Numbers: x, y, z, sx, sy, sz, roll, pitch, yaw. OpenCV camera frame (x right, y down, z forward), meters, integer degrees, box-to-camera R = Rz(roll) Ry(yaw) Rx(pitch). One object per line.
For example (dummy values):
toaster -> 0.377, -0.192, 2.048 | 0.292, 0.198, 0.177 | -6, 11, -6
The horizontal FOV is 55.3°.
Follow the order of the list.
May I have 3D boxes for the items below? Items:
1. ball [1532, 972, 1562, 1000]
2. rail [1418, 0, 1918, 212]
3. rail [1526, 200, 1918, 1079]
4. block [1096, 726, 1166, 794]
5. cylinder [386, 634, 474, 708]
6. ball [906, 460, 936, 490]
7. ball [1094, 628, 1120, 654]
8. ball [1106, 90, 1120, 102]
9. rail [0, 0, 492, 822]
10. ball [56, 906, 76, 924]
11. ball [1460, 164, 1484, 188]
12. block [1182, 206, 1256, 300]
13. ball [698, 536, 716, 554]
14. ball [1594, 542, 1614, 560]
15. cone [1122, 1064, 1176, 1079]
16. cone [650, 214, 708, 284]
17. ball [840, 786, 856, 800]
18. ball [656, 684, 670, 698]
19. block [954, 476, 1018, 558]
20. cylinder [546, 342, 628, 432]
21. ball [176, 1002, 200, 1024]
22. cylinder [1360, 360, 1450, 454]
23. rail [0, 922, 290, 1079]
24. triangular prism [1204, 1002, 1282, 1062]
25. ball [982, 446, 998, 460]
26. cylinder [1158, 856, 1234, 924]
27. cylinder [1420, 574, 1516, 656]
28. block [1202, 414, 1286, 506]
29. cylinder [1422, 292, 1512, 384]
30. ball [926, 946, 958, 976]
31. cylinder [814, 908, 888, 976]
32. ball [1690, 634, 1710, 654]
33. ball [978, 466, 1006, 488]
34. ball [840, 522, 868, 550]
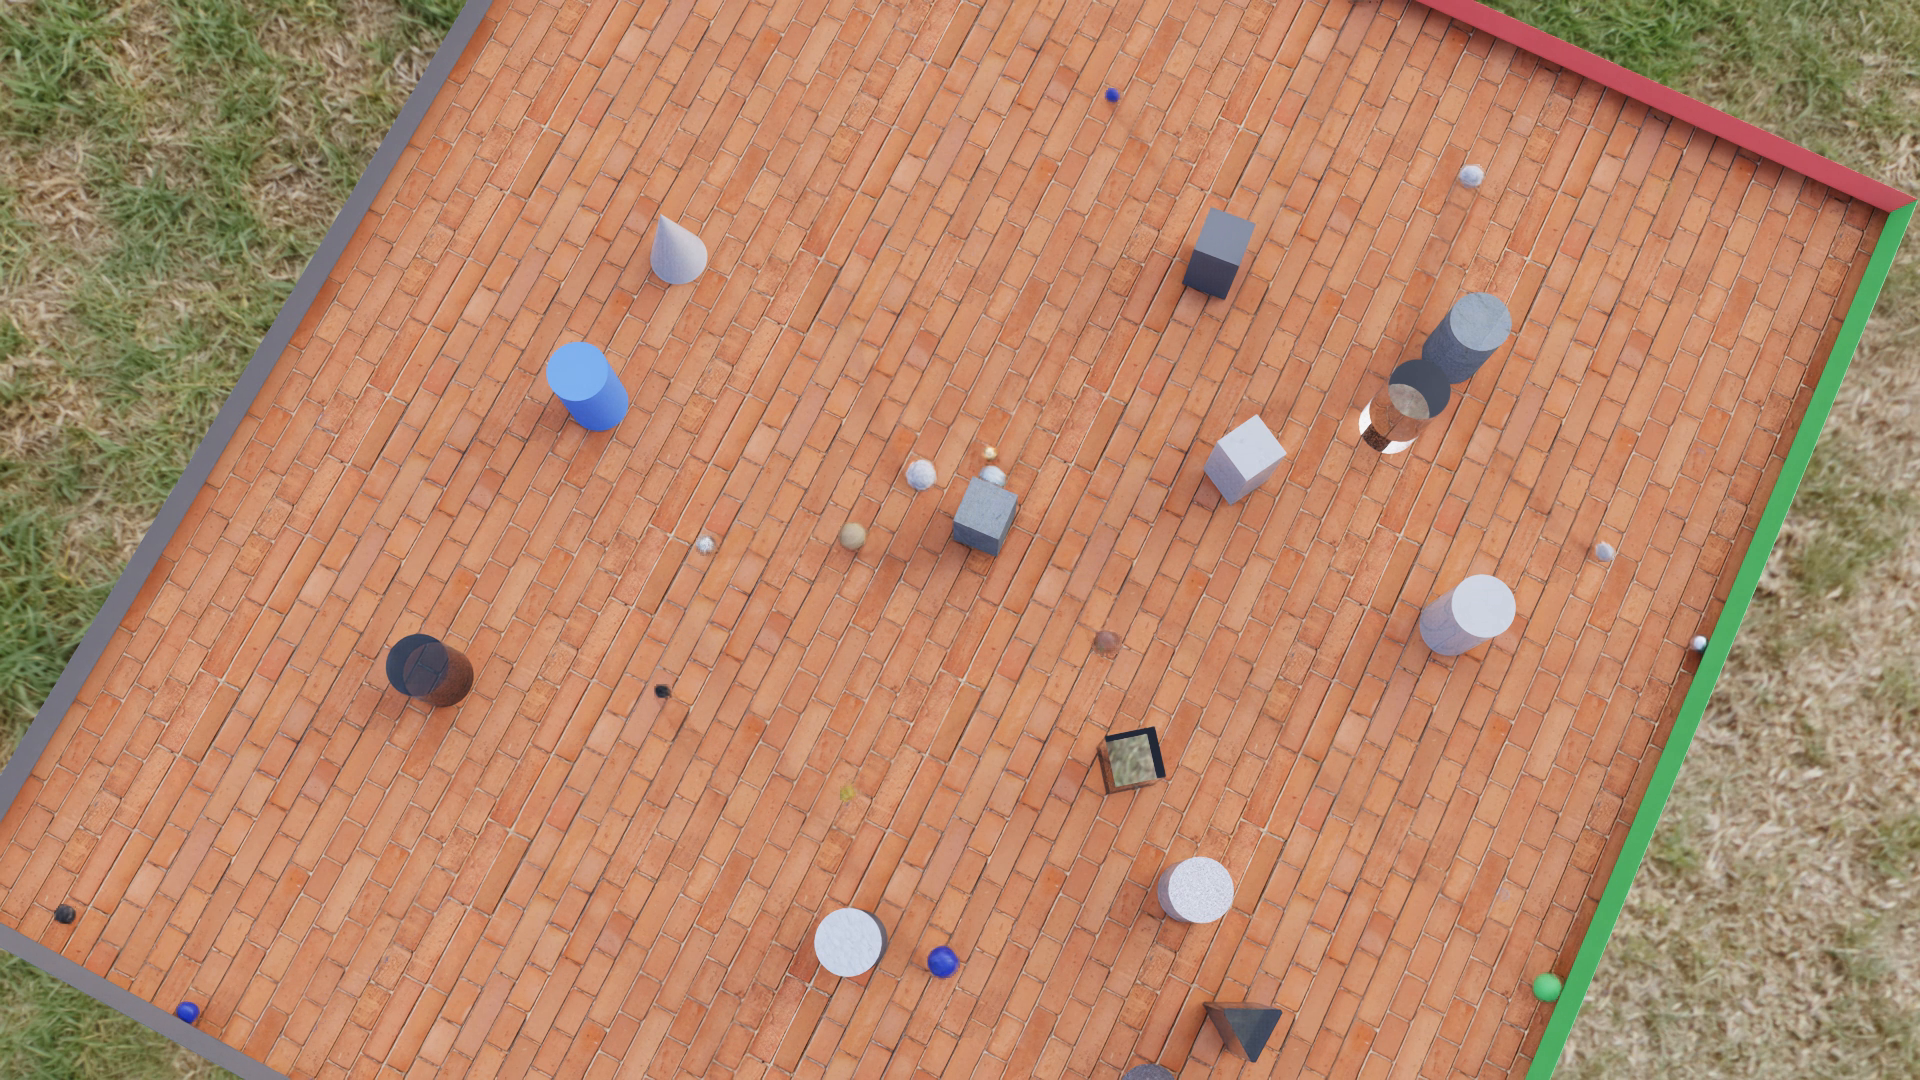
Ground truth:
ball -> 1.701, 1.294, 5.308 | 0.079, 0.079, 0.079 | 0, 78, 0
rail -> 1.019, -1.990, 5.966 | 4.384, 0.118, 0.045 | 26, 80, 5
rail -> 1.939, 0.956, 5.358 | 0.045, 0.118, 4.606 | 26, 80, 5
block -> 0.493, 0.642, 5.315 | 0.145, 0.331, 0.145 | -11, 79, -2
cylinder -> -1.558, 0.387, 5.396 | 0.181, 0.274, 0.181 | 0, 78, 0
ball -> -0.120, -0.199, 5.611 | 0.091, 0.091, 0.091 | 0, 78, 0
ball -> 0.442, 0.305, 5.515 | 0.076, 0.076, 0.076 | 0, 78, 0
ball -> 0.491, -1.426, 5.890 | 0.042, 0.042, 0.042 | 0, 78, 0
rail -> -1.939, -0.943, 5.750 | 0.045, 0.118, 4.606 | 26, 80, 5
ball -> -2.616, 1.097, 5.362 | 0.055, 0.055, 0.055 | 0, 78, 0
ball -> 1.623, -1.153, 5.817 | 0.074, 0.074, 0.074 | 0, 78, 0
block -> 0.795, -0.879, 5.642 | 0.145, 0.306, 0.145 | 22, 79, 4
ball -> -0.771, 0.015, 5.584 | 0.058, 0.058, 0.058 | 0, 78, 0
ball -> 1.961, 0.034, 5.582 | 0.053, 0.053, 0.053 | 0, 78, 0
cone -> 0.545, 1.570, 5.116 | 0.181, 0.344, 0.181 | 0, 78, 0
cone -> -0.890, -0.932, 5.622 | 0.181, 0.366, 0.181 | 0, 78, 0
ball -> -0.333, 0.752, 5.439 | 0.043, 0.043, 0.043 | 0, 78, 0
ball -> -0.892, 0.455, 5.501 | 0.041, 0.041, 0.041 | 0, 78, 0
block -> 0.075, -0.067, 5.494 | 0.145, 0.266, 0.145 | 23, 79, 5
cylinder -> -1.122, -0.460, 5.539 | 0.181, 0.338, 0.181 | 0, 78, 0
ball -> -2.233, 1.369, 5.302 | 0.061, 0.061, 0.061 | 0, 78, 0
cylinder -> 1.330, -0.396, 5.496 | 0.181, 0.395, 0.181 | 0, 78, 0
rail -> -1.019, 2.003, 5.141 | 4.384, 0.118, 0.045 | 26, 80, 5
triangular prism -> 0.766, 1.339, 5.121 | 0.136, 0.429, 0.157 | 31, 80, 6
ball -> 0.091, -0.267, 5.648 | 0.046, 0.046, 0.046 | 0, 78, 0
cylinder -> 0.672, 1.005, 5.254 | 0.181, 0.303, 0.181 | 0, 78, 0
cylinder -> 1.485, 0.225, 5.379 | 0.181, 0.373, 0.181 | 0, 78, 0
block -> 0.850, -0.236, 5.498 | 0.145, 0.327, 0.145 | -34, 80, -7
cylinder -> 1.535, -0.610, 5.568 | 0.181, 0.341, 0.181 | 0, 78, 0
ball -> -0.052, 1.223, 5.319 | 0.088, 0.088, 0.088 | 0, 78, 0
cylinder -> -0.302, 1.131, 5.162 | 0.181, 0.433, 0.181 | 0, 78, 0
ball -> 2.228, 0.314, 5.522 | 0.057, 0.057, 0.057 | 0, 78, 0
ball -> 0.096, -0.184, 5.609 | 0.088, 0.088, 0.088 | 0, 78, 0
ball -> -0.324, -0.012, 5.576 | 0.083, 0.083, 0.083 | 0, 78, 0
